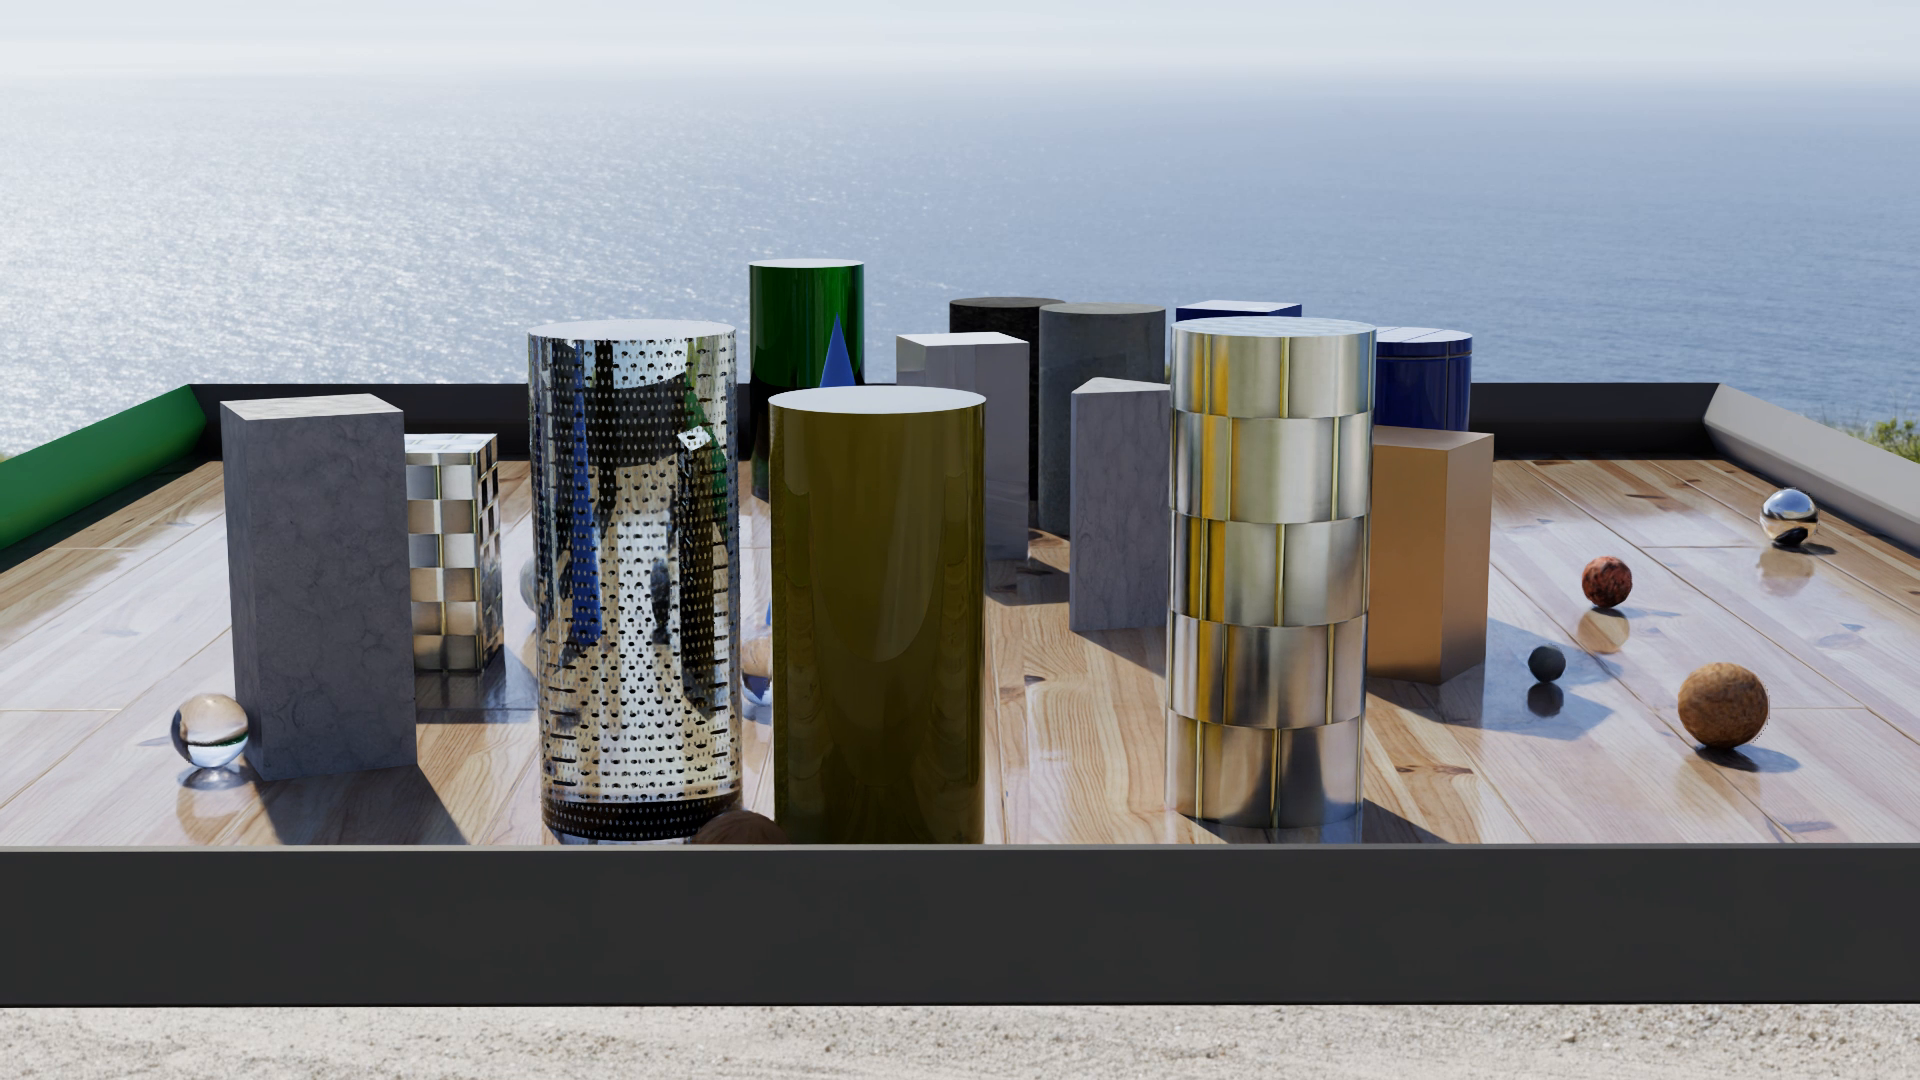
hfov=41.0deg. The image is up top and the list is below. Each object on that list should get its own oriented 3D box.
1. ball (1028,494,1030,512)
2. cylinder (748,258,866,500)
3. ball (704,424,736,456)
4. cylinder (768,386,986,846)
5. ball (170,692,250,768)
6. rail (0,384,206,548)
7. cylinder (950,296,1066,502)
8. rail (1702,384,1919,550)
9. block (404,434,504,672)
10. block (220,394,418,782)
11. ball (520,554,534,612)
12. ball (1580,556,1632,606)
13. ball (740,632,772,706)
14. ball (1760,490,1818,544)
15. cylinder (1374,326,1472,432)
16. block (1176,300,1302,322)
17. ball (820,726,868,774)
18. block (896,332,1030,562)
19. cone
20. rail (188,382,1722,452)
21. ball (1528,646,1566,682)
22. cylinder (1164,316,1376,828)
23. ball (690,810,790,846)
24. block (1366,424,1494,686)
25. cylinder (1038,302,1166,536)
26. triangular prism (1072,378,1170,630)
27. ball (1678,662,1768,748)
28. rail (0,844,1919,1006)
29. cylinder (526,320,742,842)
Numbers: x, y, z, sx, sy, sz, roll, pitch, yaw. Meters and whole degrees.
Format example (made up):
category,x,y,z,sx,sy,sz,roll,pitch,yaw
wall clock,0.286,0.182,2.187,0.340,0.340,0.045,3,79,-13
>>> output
category,x,y,z,sx,sy,sz,roll,pitch,yaw
ball,0.069,-0.059,4.076,0.085,0.085,0.085,0,10,0
cylinder,-0.262,-0.277,4.402,0.199,0.395,0.199,0,10,0
ball,-0.452,-0.189,4.840,0.061,0.061,0.061,0,10,0
cylinder,-0.076,0.081,2.378,0.199,0.426,0.199,0,10,0
ball,-0.787,0.200,2.693,0.079,0.079,0.079,0,10,0
rail,-1.436,0.035,3.441,0.045,0.129,2.946,0,10,0
cylinder,0.081,-0.244,4.405,0.199,0.329,0.199,0,10,0
rail,1.436,0.032,3.457,0.045,0.129,2.946,0,10,0
block,-0.660,0.014,3.170,0.159,0.270,0.159,0,10,-1
block,-0.678,0.045,2.714,0.159,0.375,0.159,-5,12,-25
ball,-0.535,0.057,3.409,0.099,0.099,0.099,0,10,0
ball,0.881,0.057,3.493,0.069,0.069,0.069,0,10,0
ball,-0.221,0.149,2.950,0.085,0.085,0.085,0,10,0
ball,1.276,-0.036,3.950,0.085,0.085,0.085,0,10,0
cylinder,0.582,-0.090,3.449,0.199,0.374,0.199,0,10,0
block,0.459,-0.219,4.248,0.159,0.337,0.159,5,12,27
ball,-0.121,0.218,2.670,0.051,0.051,0.051,0,10,0
block,0.003,-0.141,3.859,0.159,0.325,0.159,-3,11,-17
cone,-0.160,-0.096,3.380,0.199,0.411,0.199,0,10,0
rail,-0.008,-0.230,4.874,2.920,0.129,0.045,0,10,0
ball,0.702,0.148,3.069,0.044,0.044,0.044,0,10,0
cylinder,0.304,0.027,2.534,0.199,0.477,0.199,0,10,0
ball,-0.190,0.280,2.219,0.093,0.093,0.093,0,10,0
block,0.544,0.014,3.135,0.159,0.283,0.159,6,12,30
cylinder,0.224,-0.194,4.074,0.199,0.350,0.199,0,10,0
triangular prism,0.207,-0.052,3.414,0.172,0.312,0.149,-3,11,-16
ball,0.822,0.178,2.767,0.094,0.094,0.094,0,10,0
rail,0.008,0.297,2.024,2.920,0.129,0.045,0,10,0
cylinder,-0.314,0.034,2.494,0.199,0.478,0.199,0,10,0
